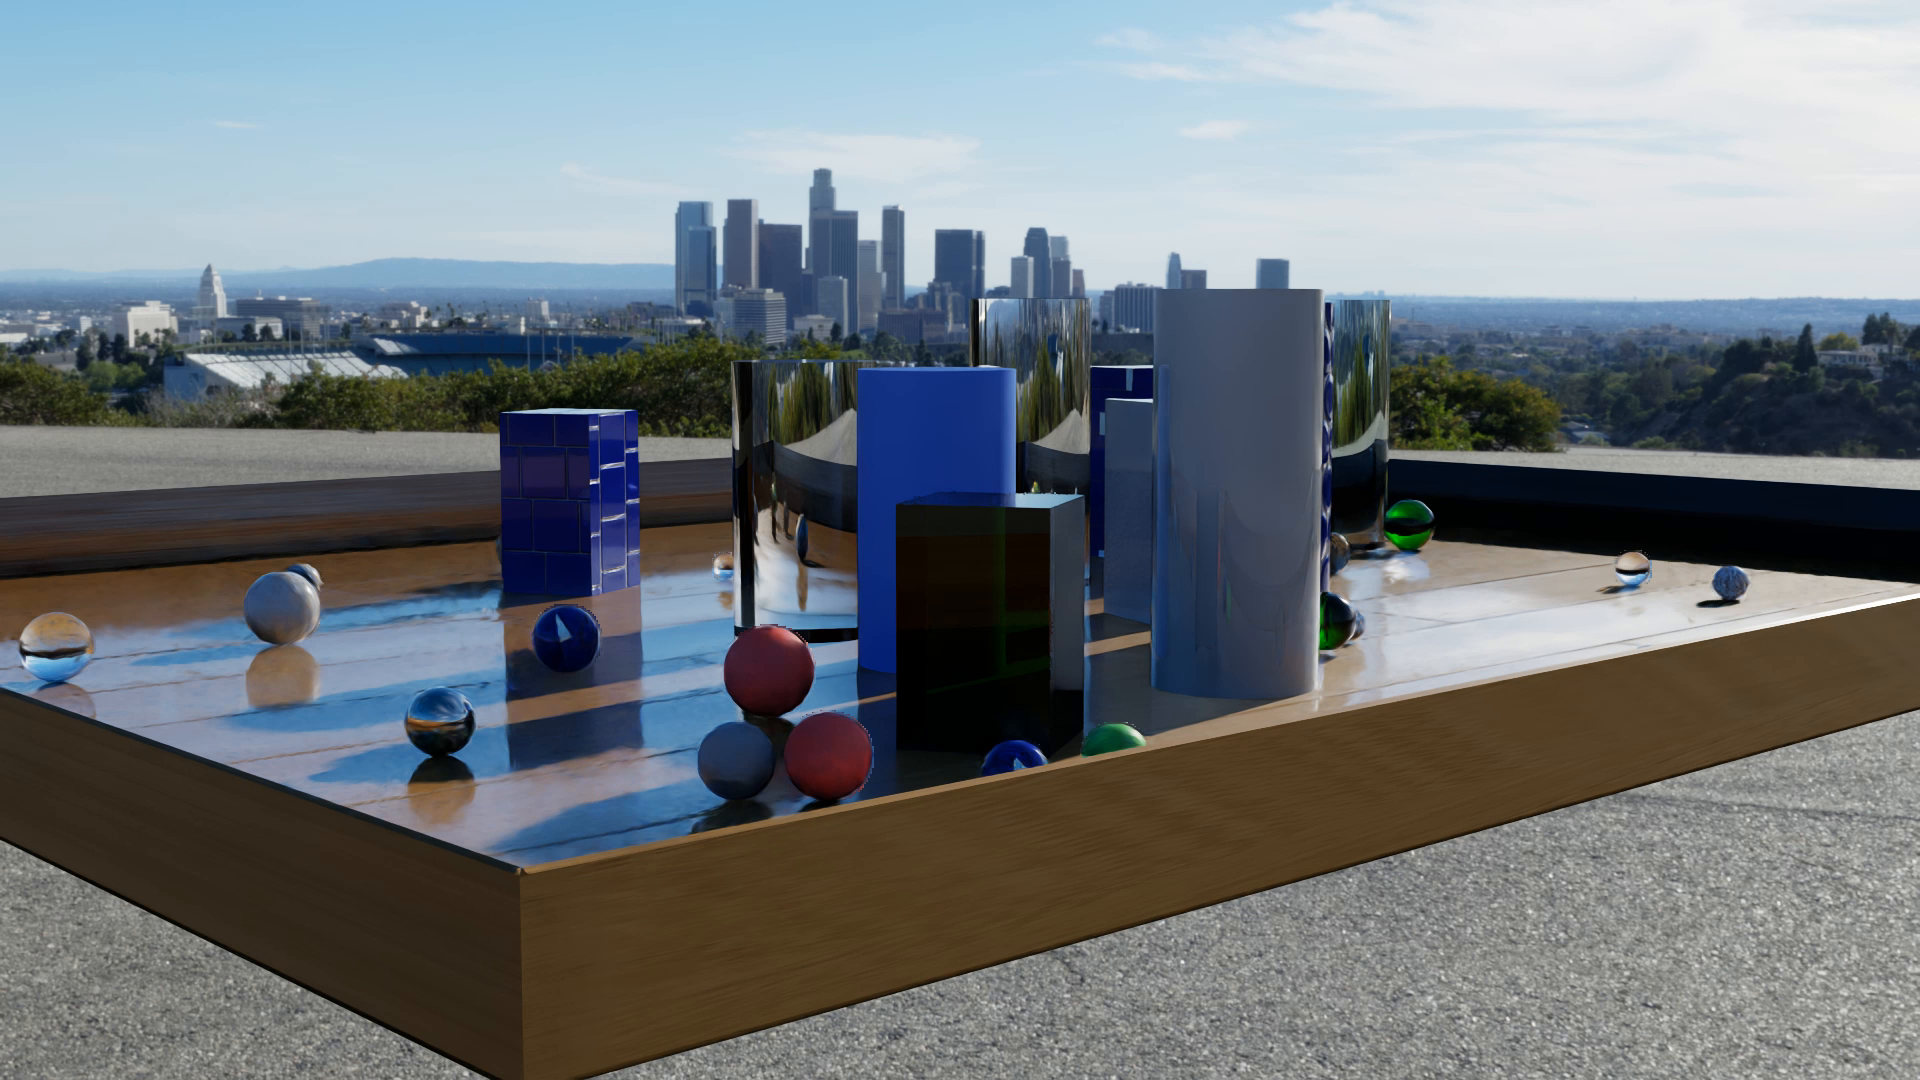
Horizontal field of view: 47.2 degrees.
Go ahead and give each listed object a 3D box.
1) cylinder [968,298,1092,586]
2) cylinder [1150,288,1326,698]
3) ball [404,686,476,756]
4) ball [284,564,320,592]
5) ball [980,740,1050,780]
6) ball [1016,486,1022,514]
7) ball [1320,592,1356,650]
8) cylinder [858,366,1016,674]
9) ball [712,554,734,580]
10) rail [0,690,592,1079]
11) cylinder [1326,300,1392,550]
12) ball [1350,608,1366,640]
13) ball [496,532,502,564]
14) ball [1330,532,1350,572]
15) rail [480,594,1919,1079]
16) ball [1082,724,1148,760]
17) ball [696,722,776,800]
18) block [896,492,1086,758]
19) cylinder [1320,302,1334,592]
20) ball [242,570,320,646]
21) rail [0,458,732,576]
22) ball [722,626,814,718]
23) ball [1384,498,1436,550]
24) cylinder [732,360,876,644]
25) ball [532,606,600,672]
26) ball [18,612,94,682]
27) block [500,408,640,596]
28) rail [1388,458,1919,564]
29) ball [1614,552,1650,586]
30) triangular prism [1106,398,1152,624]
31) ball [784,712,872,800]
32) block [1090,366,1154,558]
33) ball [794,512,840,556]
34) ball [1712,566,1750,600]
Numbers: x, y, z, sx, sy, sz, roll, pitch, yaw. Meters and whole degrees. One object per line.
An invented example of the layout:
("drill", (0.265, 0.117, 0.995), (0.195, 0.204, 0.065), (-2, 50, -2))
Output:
("cylinder", (0.114, -0.160, 3.587), (0.200, 0.465, 0.200), (0, 6, 0))
("cylinder", (0.328, -0.061, 2.608), (0.200, 0.470, 0.200), (0, 6, 0))
("ball", (-0.522, 0.182, 2.207), (0.070, 0.070, 0.070), (0, 6, 0))
("ball", (-1.013, 0.065, 3.379), (0.059, 0.059, 0.059), (0, 6, 0))
("ball", (0.050, 0.210, 1.973), (0.062, 0.062, 0.062), (0, 6, 0))
("ball", (0.091, -0.086, 4.700), (0.086, 0.086, 0.086), (0, 6, 0))
("ball", (0.478, 0.106, 2.864), (0.076, 0.076, 0.076), (0, 6, 0))
("cylinder", (-0.029, -0.029, 2.777), (0.200, 0.372, 0.200), (0, 6, 0))
("ball", (-0.390, 0.044, 3.664), (0.043, 0.043, 0.043), (0, 6, 0))
("rail", (-1.162, 0.145, 2.265), (0.045, 0.130, 2.749), (-5, 8, -42))
("cylinder", (0.715, -0.222, 4.179), (0.200, 0.466, 0.200), (0, 6, 0))
("ball", (0.527, 0.113, 2.970), (0.044, 0.044, 0.044), (0, 6, 0))
("ball", (-0.721, 0.013, 3.649), (0.096, 0.096, 0.096), (0, 6, 0))
("ball", (0.632, 0.021, 3.755), (0.070, 0.070, 0.070), (0, 6, 0))
("rail", (0.916, 0.137, 2.344), (3.211, 0.130, 0.045), (-5, 8, -42))
("ball", (0.145, 0.202, 2.045), (0.063, 0.063, 0.063), (0, 6, 0))
("ball", (-0.204, 0.202, 2.008), (0.072, 0.072, 0.072), (0, 6, 0))
("block", (0.034, 0.083, 2.283), (0.160, 0.251, 0.160), (2, 6, 16))
("cylinder", (0.399, -0.090, 2.960), (0.200, 0.456, 0.200), (0, 6, 0))
("ball", (-0.907, 0.091, 2.940), (0.099, 0.099, 0.099), (0, 6, 0))
("rail", (-0.916, -0.069, 4.319), (3.211, 0.130, 0.045), (-5, 8, -42))
("ball", (-0.211, 0.145, 2.419), (0.100, 0.100, 0.100), (0, 6, 0))
("ball", (0.839, -0.028, 4.101), (0.096, 0.096, 0.096), (0, 6, 0))
("cylinder", (-0.214, -0.058, 3.036), (0.200, 0.376, 0.200), (0, 6, 0))
("ball", (-0.486, 0.123, 2.715), (0.083, 0.083, 0.083), (0, 6, 0))
("ball", (-1.088, 0.129, 2.647), (0.084, 0.084, 0.084), (0, 6, 0))
("block", (-0.625, -0.064, 3.532), (0.160, 0.285, 0.160), (2, 6, 20))
("rail", (1.162, -0.077, 4.399), (0.045, 0.130, 2.749), (-5, 8, -42))
("ball", (1.094, 0.047, 3.575), (0.056, 0.056, 0.056), (0, 6, 0))
("triangular prism", (0.276, -0.046, 3.207), (0.150, 0.316, 0.173), (4, 7, 36))
("ball", (-0.121, 0.198, 2.007), (0.080, 0.080, 0.080), (0, 6, 0))
("block", (0.332, -0.144, 4.011), (0.160, 0.344, 0.160), (-3, 7, -30))
("ball", (-0.260, -0.012, 4.006), (0.082, 0.082, 0.082), (0, 6, 0))
("ball", (1.193, 0.066, 3.402), (0.054, 0.054, 0.054), (0, 6, 0))
